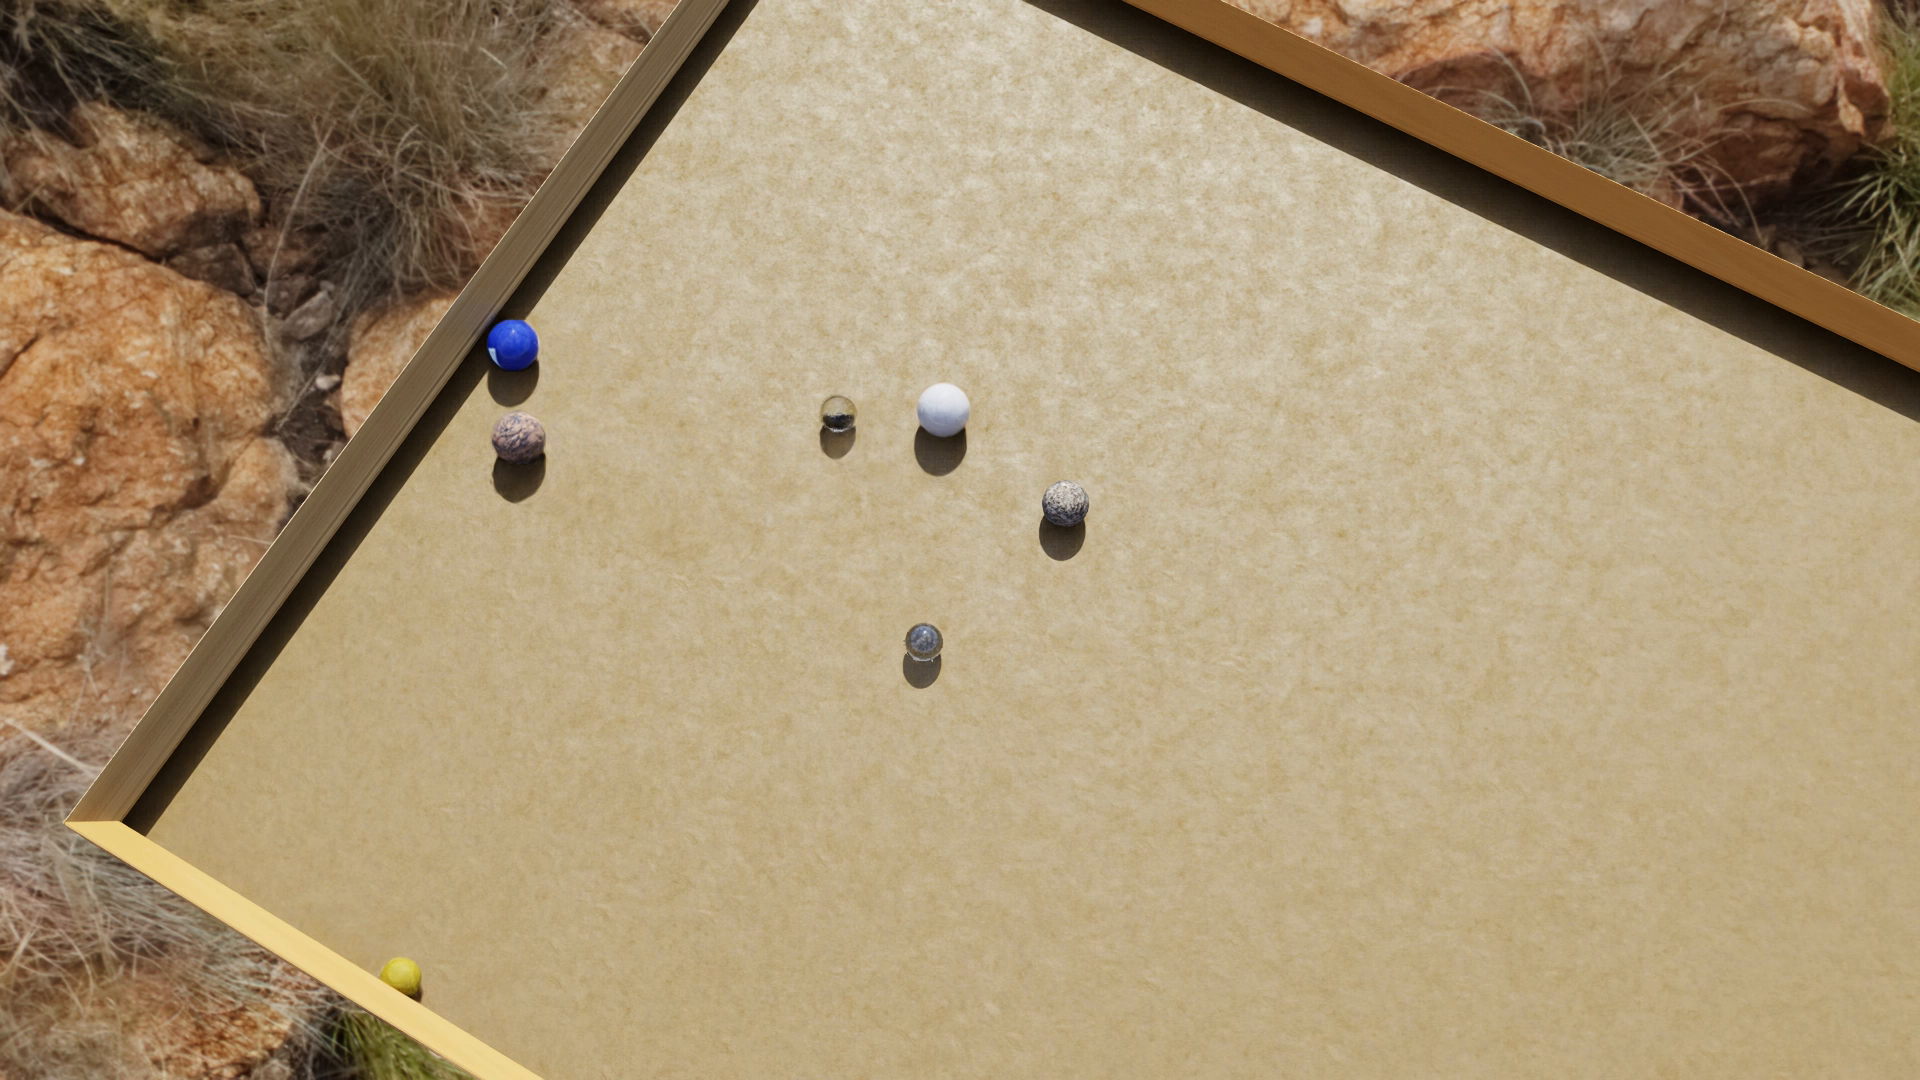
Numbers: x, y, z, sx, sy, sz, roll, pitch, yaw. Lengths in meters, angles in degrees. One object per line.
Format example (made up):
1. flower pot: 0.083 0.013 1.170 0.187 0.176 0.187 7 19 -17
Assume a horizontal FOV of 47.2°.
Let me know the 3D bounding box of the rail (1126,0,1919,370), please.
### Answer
1. rail: 1.313 -0.436 3.663 3.636 0.114 0.045 28 70 11

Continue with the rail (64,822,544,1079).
1. rail: 0.265 1.254 2.956 3.636 0.114 0.045 28 70 11

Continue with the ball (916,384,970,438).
1. ball: -0.027 -0.211 3.584 0.088 0.088 0.088 0 67 0

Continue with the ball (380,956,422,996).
1. ball: -0.824 0.645 3.241 0.060 0.060 0.060 0 67 0

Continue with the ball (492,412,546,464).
1. ball: -0.715 -0.166 3.566 0.086 0.086 0.086 0 67 0

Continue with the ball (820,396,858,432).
1. ball: -0.198 -0.206 3.597 0.060 0.060 0.060 0 67 0

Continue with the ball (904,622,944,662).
1. ball: -0.056 0.159 3.444 0.061 0.061 0.061 0 67 0

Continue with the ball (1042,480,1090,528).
1. ball: 0.169 -0.058 3.527 0.076 0.076 0.076 0 67 0

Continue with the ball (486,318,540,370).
1. ball: -0.738 -0.323 3.632 0.086 0.086 0.086 0 67 0

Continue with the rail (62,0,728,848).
1. rail: -0.768 -0.413 3.654 0.045 0.114 2.157 28 70 11
